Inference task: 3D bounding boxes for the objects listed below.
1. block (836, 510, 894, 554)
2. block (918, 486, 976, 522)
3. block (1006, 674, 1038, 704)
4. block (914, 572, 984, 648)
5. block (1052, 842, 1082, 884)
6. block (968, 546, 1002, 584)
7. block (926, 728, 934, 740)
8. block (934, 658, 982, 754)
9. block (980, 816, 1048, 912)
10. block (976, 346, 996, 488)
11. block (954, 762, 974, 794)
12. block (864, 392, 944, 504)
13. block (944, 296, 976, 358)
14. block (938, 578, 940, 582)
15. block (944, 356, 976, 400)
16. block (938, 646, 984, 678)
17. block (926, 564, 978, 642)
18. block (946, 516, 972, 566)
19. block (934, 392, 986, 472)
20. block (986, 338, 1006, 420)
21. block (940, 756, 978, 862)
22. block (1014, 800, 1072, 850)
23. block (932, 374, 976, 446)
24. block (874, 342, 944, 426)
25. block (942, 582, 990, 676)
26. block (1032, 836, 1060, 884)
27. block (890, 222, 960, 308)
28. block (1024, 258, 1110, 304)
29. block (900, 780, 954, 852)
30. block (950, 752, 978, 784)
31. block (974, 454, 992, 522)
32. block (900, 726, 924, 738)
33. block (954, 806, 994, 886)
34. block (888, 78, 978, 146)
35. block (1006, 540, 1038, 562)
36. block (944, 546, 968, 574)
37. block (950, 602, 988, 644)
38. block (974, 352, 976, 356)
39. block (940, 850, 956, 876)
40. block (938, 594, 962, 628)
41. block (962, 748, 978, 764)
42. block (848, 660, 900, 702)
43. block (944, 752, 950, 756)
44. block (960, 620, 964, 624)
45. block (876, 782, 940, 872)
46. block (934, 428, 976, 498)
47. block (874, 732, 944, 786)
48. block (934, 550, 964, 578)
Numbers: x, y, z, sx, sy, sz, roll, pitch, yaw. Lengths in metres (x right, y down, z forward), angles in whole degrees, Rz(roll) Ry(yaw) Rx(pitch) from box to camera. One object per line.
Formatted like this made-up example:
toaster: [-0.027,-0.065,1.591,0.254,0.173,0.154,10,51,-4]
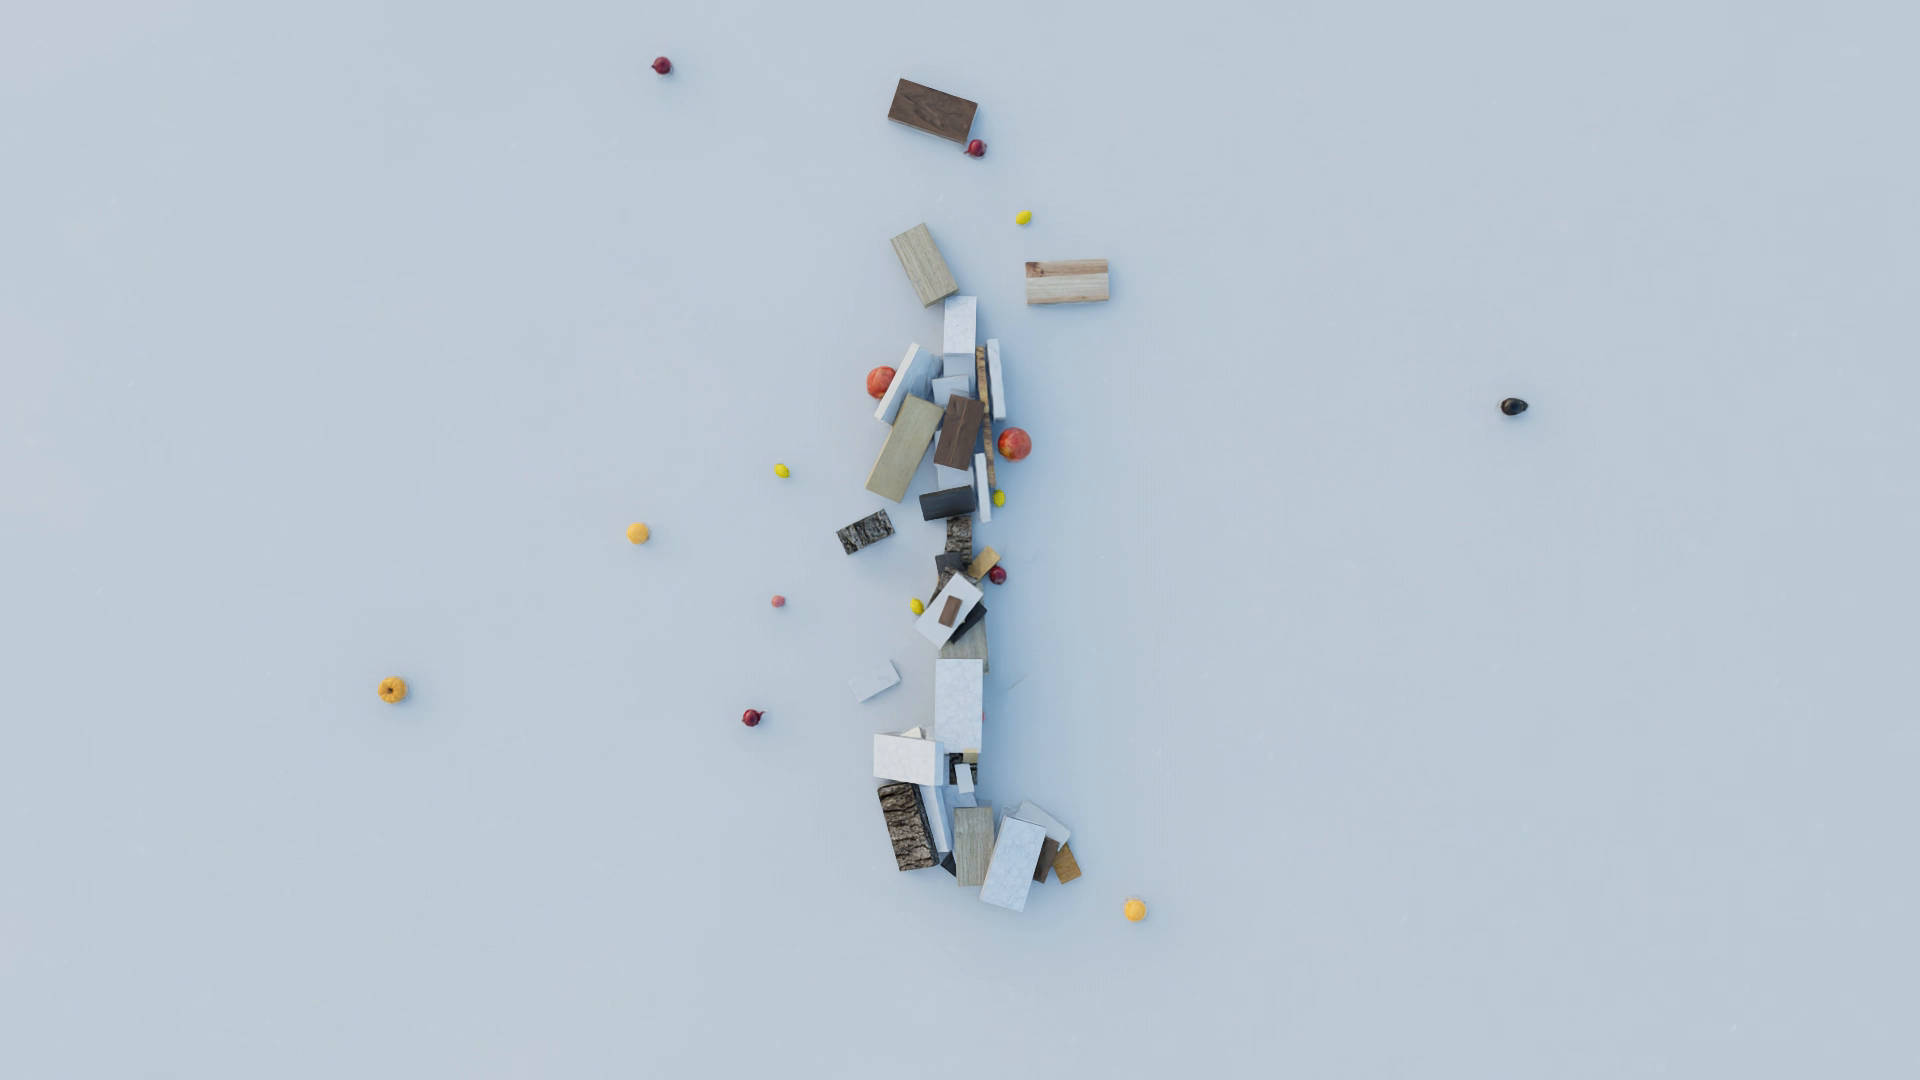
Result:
block: [-0.314,-0.026,5.488,0.176,0.025,0.088,-26,90,0]
block: [-0.041,-0.122,5.460,0.176,0.025,0.088,-11,120,5]
block: [0.206,0.495,5.493,0.096,0.014,0.048,-39,90,0]
block: [-0.037,0.226,5.329,0.112,0.032,0.224,38,96,0]
block: [0.339,1.061,5.489,0.076,0.021,0.151,-26,90,0]
block: [0.075,0.082,5.483,0.122,0.017,0.061,-46,73,0]
block: [-0.089,0.660,5.453,0.048,0.095,0.014,18,123,-7]
block: [-0.005,0.536,5.353,0.151,0.043,0.302,1,89,0]
block: [0.174,1.058,5.399,0.142,0.040,0.284,17,87,-9]
block: [0.085,-0.406,5.456,0.025,0.088,0.461,-5,90,0]
block: [0.014,0.774,5.352,0.048,0.014,0.095,-10,71,-4]
block: [-0.184,-0.302,5.429,0.128,0.036,0.346,23,103,-16]
block: [0.000,-0.705,5.441,0.103,0.029,0.207,2,71,1]
block: [-0.041,0.109,5.467,0.061,0.017,0.121,3,67,3]
block: [-0.001,-0.510,5.463,0.104,0.029,0.207,-1,103,0]
block: [0.000,0.468,5.436,0.151,0.043,0.302,1,74,0]
block: [-0.040,0.206,5.359,0.112,0.032,0.224,25,96,1]
block: [-0.002,0.001,5.460,0.083,0.023,0.166,-1,69,0]
block: [-0.003,-0.352,5.400,0.117,0.033,0.233,14,102,-4]
block: [0.119,-0.528,5.436,0.036,0.128,0.256,-6,90,0]
block: [0.001,0.914,5.463,0.127,0.036,0.433,-19,90,0]
block: [0.274,0.947,5.476,0.184,0.021,0.076,36,86,7]
block: [-0.018,-0.421,5.449,0.117,0.033,0.233,-7,106,2]
block: [-0.165,-0.499,5.433,0.039,0.136,0.272,30,92,43]
block: [0.010,0.298,5.438,0.151,0.043,0.302,-5,74,0]
block: [0.270,1.056,5.461,0.076,0.021,0.151,22,107,11]
block: [-0.117,-0.909,5.461,0.128,0.036,0.256,-27,80,0]
block: [0.355,-0.859,5.480,0.272,0.039,0.136,-3,90,0]
block: [-0.109,0.903,5.444,0.127,0.036,0.255,-10,93,33]
block: [0.010,0.708,5.397,0.091,0.026,0.183,0,70,-1]
block: [0.075,-0.171,5.444,0.032,0.112,0.224,-5,90,0]
block: [-0.144,0.702,5.440,0.078,0.022,0.157,-29,59,20]
block: [0.049,1.008,5.427,0.127,0.036,0.255,-2,90,0]
block: [-0.090,-1.423,5.481,0.272,0.039,0.136,18,90,0]
block: [0.204,0.036,5.493,0.096,0.014,0.048,18,90,0]
block: [-0.014,0.086,5.454,0.083,0.023,0.166,4,67,4]
block: [0.007,0.260,5.415,0.157,0.022,0.078,-44,78,-10]
block: [-0.002,-0.644,5.485,0.103,0.029,0.207,-1,90,0]
block: [0.002,1.050,5.491,0.067,0.019,0.133,39,90,0]
block: [-0.031,0.230,5.306,0.048,0.014,0.096,22,96,2]
block: [0.034,0.699,5.335,0.048,0.095,0.014,1,61,0]
block: [-0.284,0.469,5.489,0.157,0.022,0.078,-28,90,0]
block: [-0.008,0.620,5.456,0.091,0.026,0.183,-2,70,-1]
block: [-0.018,0.210,5.383,0.061,0.017,0.122,-1,95,4]
block: [-0.170,0.944,5.444,0.142,0.040,0.284,-16,90,33]
block: [-0.017,-0.253,5.457,0.117,0.033,0.233,-4,103,1]
block: [-0.169,0.715,5.386,0.286,0.040,0.142,1,90,44]
block: [-0.025,0.125,5.396,0.083,0.023,0.166,-11,94,5]
